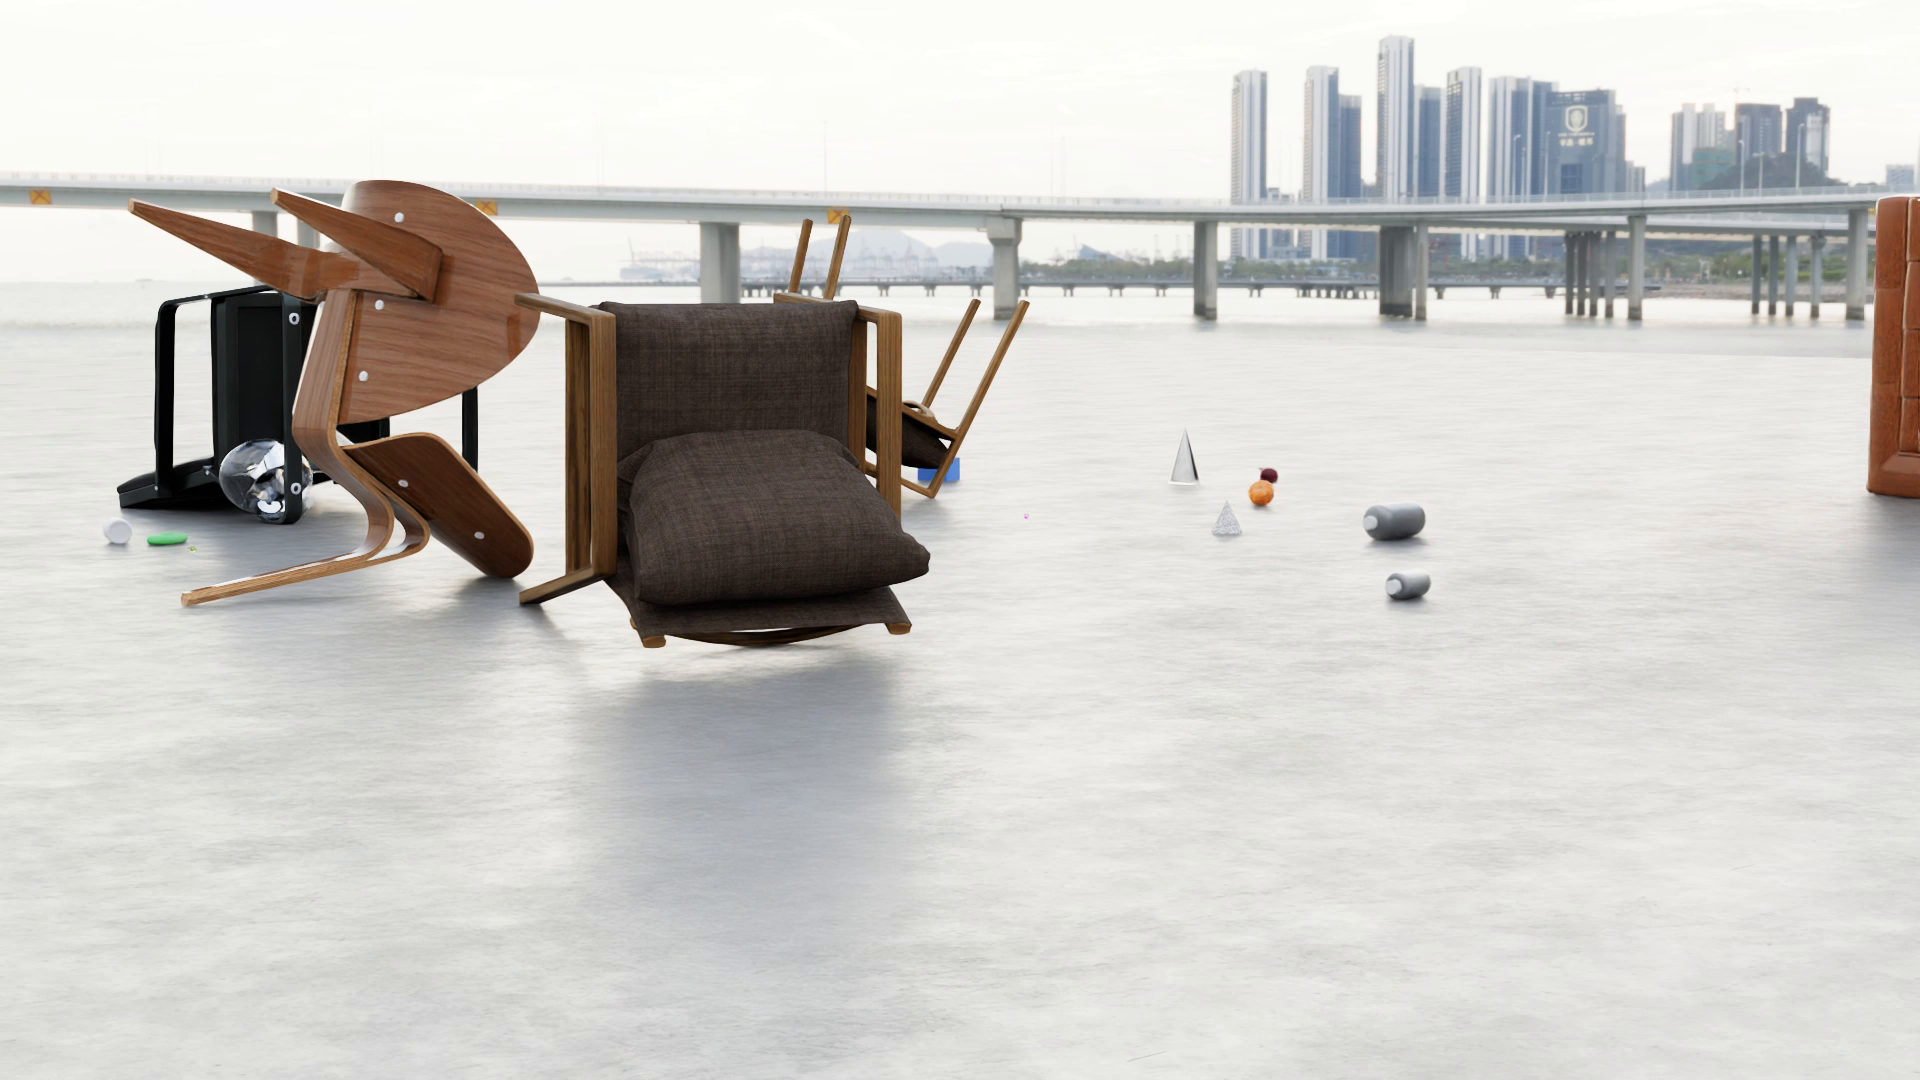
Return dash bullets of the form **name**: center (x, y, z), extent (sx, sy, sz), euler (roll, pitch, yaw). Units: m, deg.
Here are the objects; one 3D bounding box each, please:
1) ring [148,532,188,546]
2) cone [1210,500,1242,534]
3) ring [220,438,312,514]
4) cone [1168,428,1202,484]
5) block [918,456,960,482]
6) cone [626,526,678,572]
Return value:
- **ring**: center (-1.956, -0.003, 6.332), extent (0.082, 0.023, 0.136), euler (2, 7, 12)
- **cone**: center (0.687, -0.062, 6.600), extent (0.086, 0.086, 0.058), euler (-1, 6, -10)
- **ring**: center (-1.845, -0.168, 6.820), extent (0.110, 0.207, 0.269), euler (37, 14, 33)
- **cone**: center (0.716, -0.271, 8.155), extent (0.111, 0.182, 0.094), euler (3, 6, 24)
- **block**: center (-0.069, -0.231, 8.296), extent (0.111, 0.073, 0.083), euler (4, 7, 31)
- **cone**: center (-0.660, 0.046, 5.700), extent (0.177, 0.087, 0.104), euler (-37, 21, 45)
